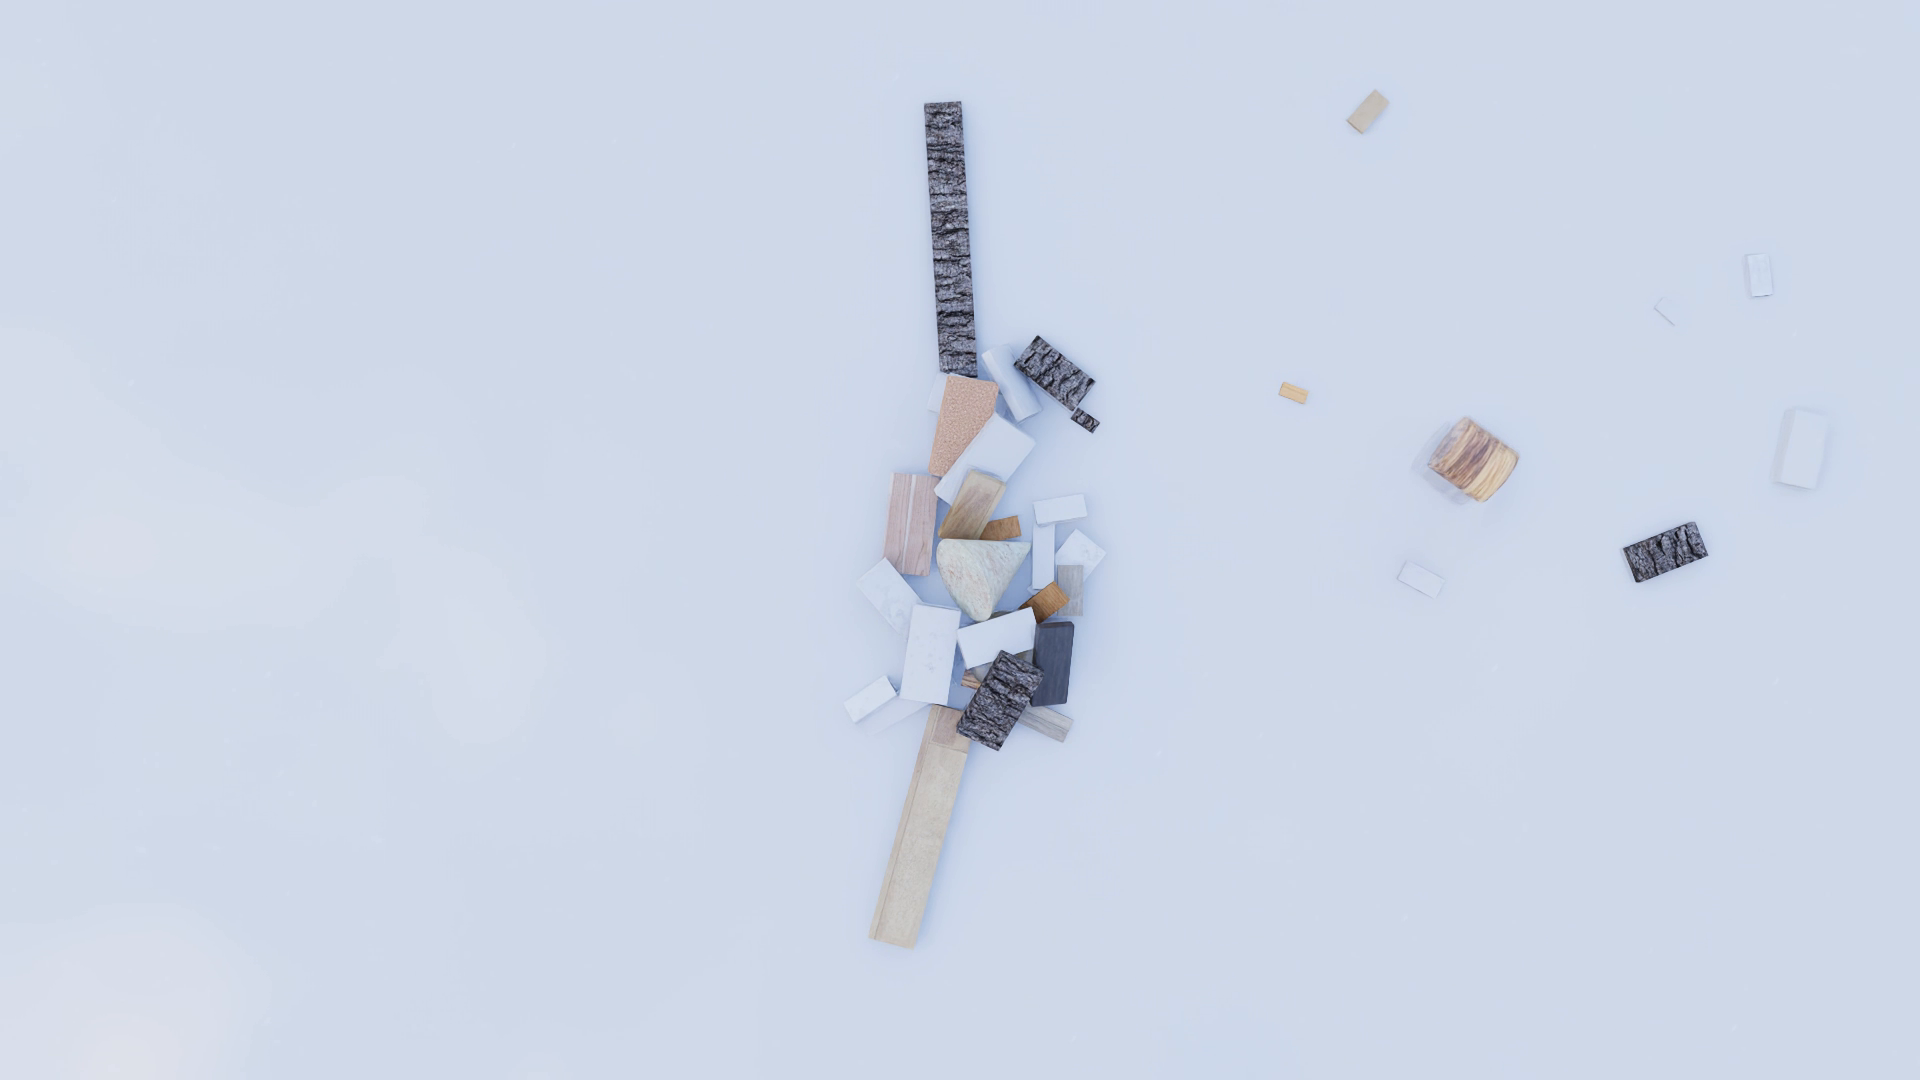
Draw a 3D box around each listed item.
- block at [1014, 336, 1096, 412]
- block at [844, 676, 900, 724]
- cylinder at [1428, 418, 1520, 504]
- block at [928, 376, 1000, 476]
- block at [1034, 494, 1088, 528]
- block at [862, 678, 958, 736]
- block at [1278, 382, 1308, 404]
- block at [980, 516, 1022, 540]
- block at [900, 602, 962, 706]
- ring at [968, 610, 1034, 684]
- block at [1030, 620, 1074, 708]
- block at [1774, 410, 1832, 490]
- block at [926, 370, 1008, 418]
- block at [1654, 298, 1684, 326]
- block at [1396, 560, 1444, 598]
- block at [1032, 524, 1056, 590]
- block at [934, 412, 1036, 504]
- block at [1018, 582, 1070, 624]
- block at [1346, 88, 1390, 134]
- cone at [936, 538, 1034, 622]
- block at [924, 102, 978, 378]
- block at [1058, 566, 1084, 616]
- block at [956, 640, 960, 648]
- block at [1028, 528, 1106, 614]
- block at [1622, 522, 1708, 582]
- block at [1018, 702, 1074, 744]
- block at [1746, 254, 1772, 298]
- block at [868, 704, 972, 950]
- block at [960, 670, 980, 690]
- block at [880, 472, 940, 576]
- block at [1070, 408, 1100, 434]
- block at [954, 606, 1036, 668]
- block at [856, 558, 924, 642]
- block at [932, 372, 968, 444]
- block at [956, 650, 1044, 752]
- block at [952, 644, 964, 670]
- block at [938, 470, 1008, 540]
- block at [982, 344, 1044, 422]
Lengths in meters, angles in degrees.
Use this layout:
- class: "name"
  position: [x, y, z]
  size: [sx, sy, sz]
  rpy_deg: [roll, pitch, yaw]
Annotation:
- class: "block"
  position: [0.314, -0.552, 5.459]
  size: [0.250, 0.035, 0.125]
  rpy_deg: [39, 67, 0]
- class: "block"
  position: [-0.295, 0.531, 5.468]
  size: [0.168, 0.024, 0.084]
  rpy_deg: [-34, 58, 0]
- class: "cylinder"
  position: [1.680, -0.260, 5.399]
  size: [0.203, 0.203, 0.203]
  rpy_deg: [36, 90, 0]
- class: "block"
  position: [0.010, -0.365, 5.401]
  size: [0.165, 0.047, 0.329]
  rpy_deg: [7, 111, -13]
- class: "block"
  position: [0.333, -0.098, 5.470]
  size: [0.167, 0.024, 0.084]
  rpy_deg: [-9, 63, 0]
- class: "block"
  position: [-0.175, 0.535, 5.479]
  size: [0.335, 0.024, 0.084]
  rpy_deg: [-30, 93, 2]
- class: "block"
  position: [1.112, -0.490, 5.494]
  size: [0.090, 0.013, 0.045]
  rpy_deg: [21, 90, 0]
- class: "block"
  position: [0.130, -0.033, 5.490]
  size: [0.140, 0.020, 0.070]
  rpy_deg: [-12, 90, 0]
- class: "block"
  position: [-0.097, 0.375, 5.432]
  size: [0.157, 0.044, 0.314]
  rpy_deg: [9, 94, 0]
- class: "ring"
  position: [0.147, 0.366, 5.447]
  size: [0.267, 0.089, 0.267]
  rpy_deg: [0, 88, -8]
- class: "block"
  position: [0.300, 0.407, 5.407]
  size: [0.122, 0.035, 0.292]
  rpy_deg: [-4, 116, -16]
- class: "block"
  position: [2.802, -0.299, 5.483]
  size: [0.122, 0.035, 0.244]
  rpy_deg: [13, 90, 0]
- class: "block"
  position: [0.028, -0.457, 5.461]
  size: [0.252, 0.036, 0.126]
  rpy_deg: [19, 110, 0]
- class: "block"
  position: [2.362, -0.760, 5.494]
  size: [0.090, 0.013, 0.045]
  rpy_deg: [41, 90, 0]
- class: "block"
  position: [1.533, 0.132, 5.490]
  size: [0.140, 0.020, 0.070]
  rpy_deg: [28, 90, 0]
- class: "block"
  position: [0.278, 0.054, 5.461]
  size: [0.070, 0.020, 0.220]
  rpy_deg: [-2, 79, 14]
- class: "block"
  position: [0.082, -0.241, 5.415]
  size: [0.165, 0.047, 0.329]
  rpy_deg: [34, 102, -23]
- class: "block"
  position: [0.277, 0.213, 5.441]
  size: [0.084, 0.024, 0.167]
  rpy_deg: [49, 125, -2]
- class: "block"
  position: [1.359, -1.426, 5.490]
  size: [0.068, 0.019, 0.137]
  rpy_deg: [42, 90, 0]
- class: "cone"
  position: [0.131, 0.070, 5.433]
  size: [0.297, 0.297, 0.297]
  rpy_deg: [-27, 90, -27]
- class: "block"
  position: [-0.031, -0.995, 5.482]
  size: [0.125, 0.035, 0.914]
  rpy_deg: [-3, 90, 0]
- class: "block"
  position: [0.364, 0.167, 5.451]
  size: [0.084, 0.024, 0.167]
  rpy_deg: [0, 90, 0]
- class: "block"
  position: [0.036, 0.371, 5.477]
  size: [0.057, 0.016, 0.114]
  rpy_deg: [-28, 95, -13]
- class: "block"
  position: [0.354, 0.104, 5.482]
  size: [0.130, 0.037, 0.260]
  rpy_deg: [39, 90, 0]
- class: "block"
  position: [2.345, 0.040, 5.483]
  size: [0.244, 0.035, 0.122]
  rpy_deg: [-21, 90, 0]
- class: "block"
  position: [0.283, 0.602, 5.488]
  size: [0.168, 0.024, 0.084]
  rpy_deg: [25, 90, 0]
- class: "block"
  position: [2.660, -0.880, 5.490]
  size: [0.068, 0.019, 0.137]
  rpy_deg: [-6, 90, 0]
- class: "block"
  position: [-0.123, 0.949, 5.478]
  size: [0.157, 0.044, 0.803]
  rpy_deg: [15, 90, 0]
- class: "block"
  position: [0.065, 0.472, 5.492]
  size: [0.114, 0.016, 0.057]
  rpy_deg: [16, 90, 0]
- class: "block"
  position: [-0.166, -0.052, 5.477]
  size: [0.165, 0.047, 0.329]
  rpy_deg: [6, 90, 0]
- class: "block"
  position: [0.417, -0.398, 5.494]
  size: [0.090, 0.013, 0.045]
  rpy_deg: [34, 90, 0]
- class: "block"
  position: [0.127, 0.319, 5.384]
  size: [0.260, 0.037, 0.130]
  rpy_deg: [-17, 90, -9]
- class: "block"
  position: [-0.212, 0.198, 5.450]
  size: [0.130, 0.037, 0.260]
  rpy_deg: [-40, 104, 0]
- class: "block"
  position: [-0.004, -0.413, 5.441]
  size: [0.126, 0.036, 0.252]
  rpy_deg: [15, 110, 0]
- class: "block"
  position: [0.130, 0.526, 5.389]
  size: [0.157, 0.044, 0.314]
  rpy_deg: [26, 108, -11]
- class: "block"
  position: [-0.030, 0.398, 5.492]
  size: [0.114, 0.016, 0.057]
  rpy_deg: [-39, 90, 0]
- class: "block"
  position: [0.039, -0.099, 5.417]
  size: [0.126, 0.036, 0.252]
  rpy_deg: [21, 113, -18]
- class: "block"
  position: [0.173, -0.520, 5.439]
  size: [0.035, 0.125, 0.250]
  rpy_deg: [-28, 90, 36]
